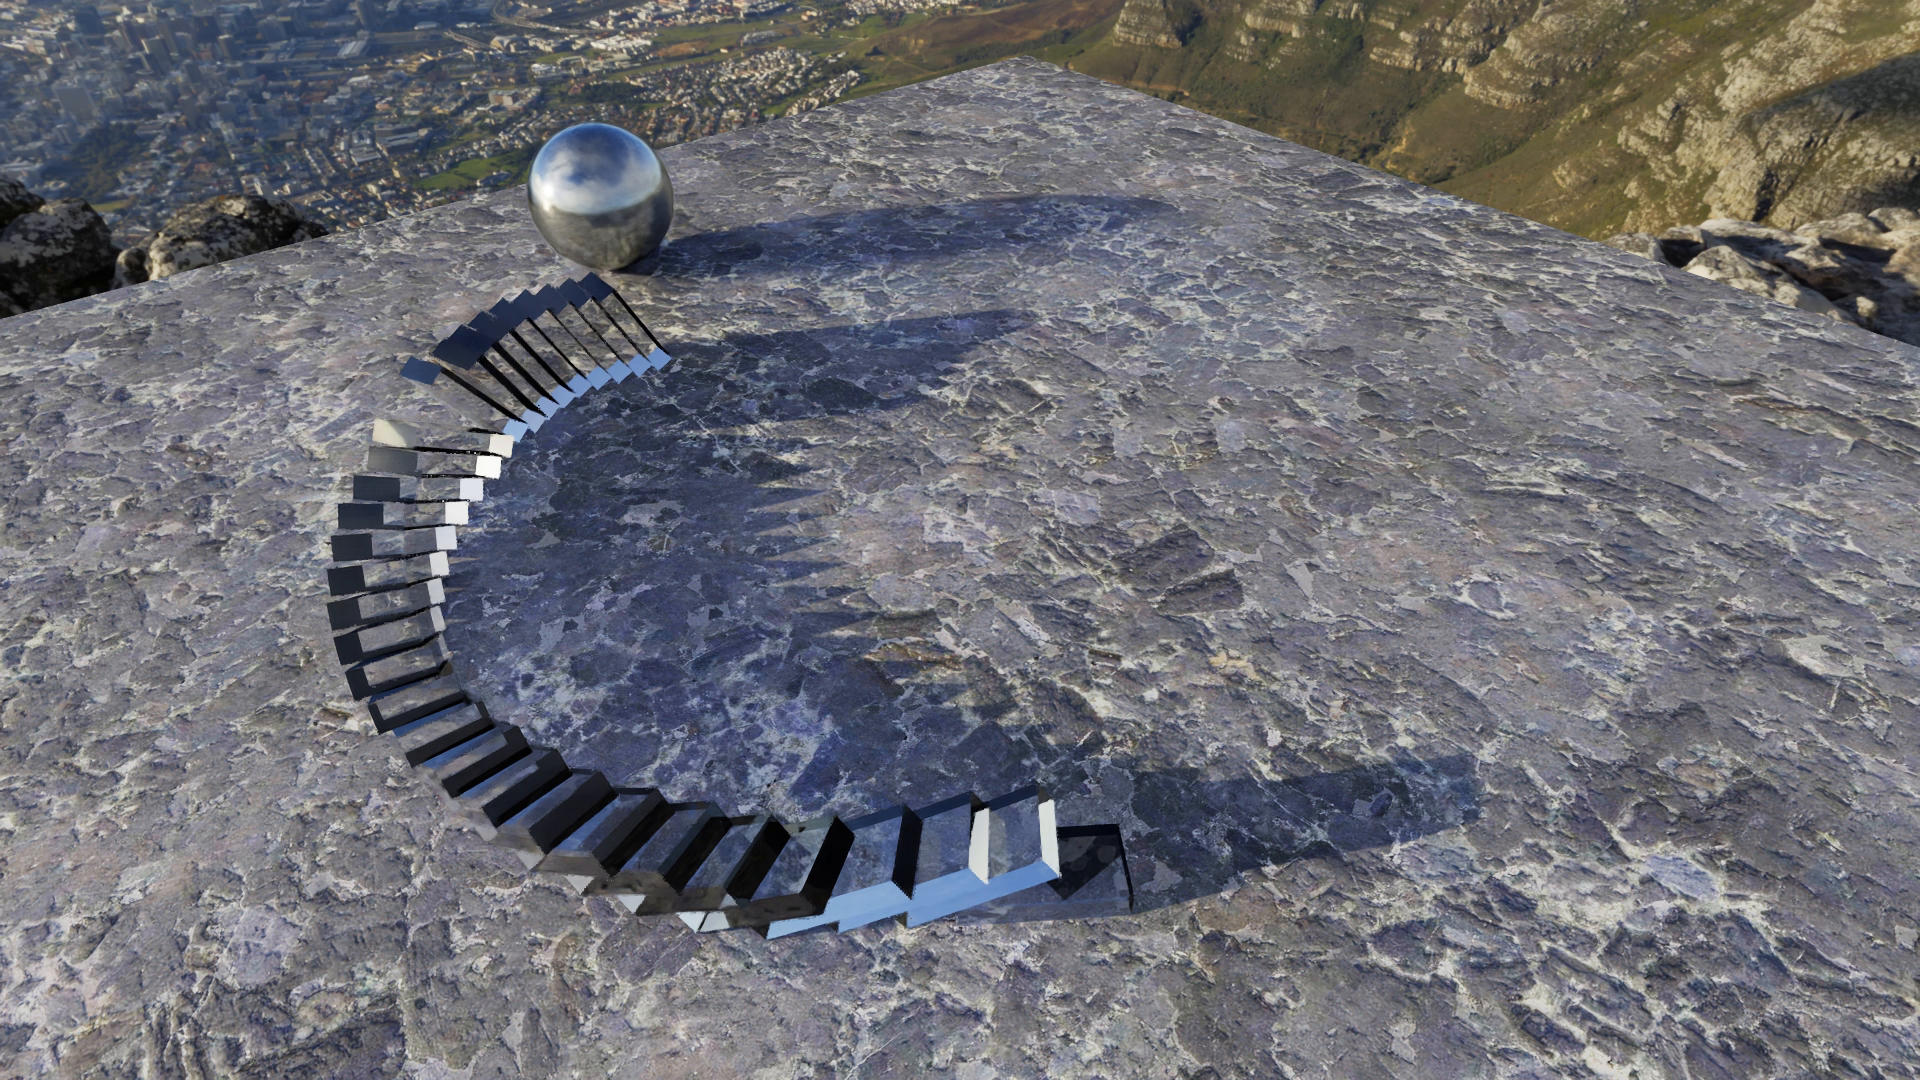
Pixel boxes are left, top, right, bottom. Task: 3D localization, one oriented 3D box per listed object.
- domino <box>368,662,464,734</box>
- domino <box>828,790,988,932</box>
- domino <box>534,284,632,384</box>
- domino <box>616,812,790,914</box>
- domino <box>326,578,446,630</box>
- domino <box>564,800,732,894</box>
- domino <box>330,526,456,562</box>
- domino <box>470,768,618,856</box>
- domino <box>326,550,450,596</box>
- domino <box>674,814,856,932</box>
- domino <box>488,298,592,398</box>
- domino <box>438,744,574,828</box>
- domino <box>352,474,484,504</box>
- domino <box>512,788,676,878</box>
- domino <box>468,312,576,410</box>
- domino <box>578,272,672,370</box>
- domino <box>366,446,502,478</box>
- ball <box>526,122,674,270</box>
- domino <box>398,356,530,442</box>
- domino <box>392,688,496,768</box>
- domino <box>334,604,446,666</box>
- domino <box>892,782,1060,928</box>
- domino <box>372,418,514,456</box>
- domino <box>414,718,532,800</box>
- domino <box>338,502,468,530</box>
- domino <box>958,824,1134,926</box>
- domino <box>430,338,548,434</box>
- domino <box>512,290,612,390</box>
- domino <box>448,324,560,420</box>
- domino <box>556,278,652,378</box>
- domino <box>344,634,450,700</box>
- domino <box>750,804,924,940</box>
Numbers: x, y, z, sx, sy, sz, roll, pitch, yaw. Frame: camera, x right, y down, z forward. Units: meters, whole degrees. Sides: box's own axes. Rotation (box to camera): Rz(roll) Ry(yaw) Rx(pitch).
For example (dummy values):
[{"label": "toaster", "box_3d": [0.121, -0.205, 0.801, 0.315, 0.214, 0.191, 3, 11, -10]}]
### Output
[{"label": "domino", "box_3d": [-0.178, 0.051, 0.360, 0.025, 0.010, 0.050, -22, 8, -24]}, {"label": "domino", "box_3d": [-0.016, 0.091, 0.312, 0.050, 0.010, 0.025, -25, 35, 22]}, {"label": "domino", "box_3d": [-0.183, -0.100, 0.534, 0.009, 0.050, 0.025, -46, 53, -10]}, {"label": "domino", "box_3d": [-0.073, 0.092, 0.310, 0.050, 0.009, 0.025, -17, 27, 38]}, {"label": "domino", "box_3d": [-0.205, 0.022, 0.395, 0.025, 0.010, 0.050, -10, 5, -12]}, {"label": "domino", "box_3d": [-0.090, 0.088, 0.315, 0.050, 0.010, 0.025, -15, 26, 40]}, {"label": "domino", "box_3d": [-0.215, 0.001, 0.420, 0.025, 0.009, 0.050, -4, 3, -4]}, {"label": "domino", "box_3d": [-0.124, 0.079, 0.325, 0.050, 0.009, 0.025, -12, 22, 48]}, {"label": "domino", "box_3d": [-0.210, 0.012, 0.407, 0.025, 0.010, 0.050, -7, 4, -9]}, {"label": "domino", "box_3d": [-0.055, 0.094, 0.308, 0.050, 0.010, 0.025, -20, 29, 33]}, {"label": "domino", "box_3d": [-0.199, -0.091, 0.523, 0.025, 0.050, 0.010, 34, 76, 34]}, {"label": "domino", "box_3d": [-0.139, 0.073, 0.333, 0.025, 0.010, 0.050, -36, 15, -35]}, {"label": "domino", "box_3d": [-0.219, -0.021, 0.447, 0.025, 0.010, 0.050, 4, 4, 5]}, {"label": "domino", "box_3d": [-0.107, 0.084, 0.320, 0.050, 0.009, 0.025, -13, 24, 43]}, {"label": "domino", "box_3d": [-0.204, -0.084, 0.514, 0.025, 0.050, 0.009, 28, 73, 30]}, {"label": "domino", "box_3d": [-0.165, -0.108, 0.544, 0.009, 0.050, 0.025, -46, 53, -10]}, {"label": "domino", "box_3d": [-0.219, -0.032, 0.461, 0.025, 0.010, 0.050, 9, 5, 11]}, {"label": "ball", "box_3d": [-0.204, -0.195, 0.625, 0.080, 0.080, 0.080, 0, 39, 0]}, {"label": "domino", "box_3d": [-0.219, -0.062, 0.487, 0.025, 0.050, 0.010, 17, 75, 31]}, {"label": "domino", "box_3d": [-0.166, 0.059, 0.350, 0.025, 0.010, 0.050, -26, 10, -29]}, {"label": "domino", "box_3d": [-0.197, 0.032, 0.382, 0.025, 0.009, 0.050, -14, 6, -16]}, {"label": "domino", "box_3d": [0.003, 0.090, 0.313, 0.050, 0.009, 0.025, -26, 37, 21]}, {"label": "domino", "box_3d": [-0.222, -0.044, 0.474, 0.025, 0.009, 0.050, 13, 6, 24]}, {"label": "domino", "box_3d": [-0.152, 0.066, 0.341, 0.025, 0.009, 0.050, -31, 13, -32]}, {"label": "domino", "box_3d": [-0.219, -0.010, 0.434, 0.025, 0.009, 0.050, 1, 3, 1]}, {"label": "domino", "box_3d": [0.024, 0.098, 0.324, 0.050, 0.009, 0.025, -3, 39, -3]}, {"label": "domino", "box_3d": [-0.212, -0.069, 0.497, 0.025, 0.050, 0.009, 22, 71, 24]}, {"label": "domino", "box_3d": [-0.191, -0.096, 0.529, 0.010, 0.050, 0.025, -46, 53, -10]}, {"label": "domino", "box_3d": [-0.209, -0.076, 0.506, 0.025, 0.050, 0.009, 24, 72, 27]}, {"label": "domino", "box_3d": [-0.174, -0.104, 0.539, 0.010, 0.050, 0.025, -46, 53, -10]}, {"label": "domino", "box_3d": [-0.188, 0.042, 0.371, 0.025, 0.009, 0.050, -18, 7, -20]}, {"label": "domino", "box_3d": [-0.035, 0.093, 0.310, 0.050, 0.009, 0.025, -23, 33, 24]}]
